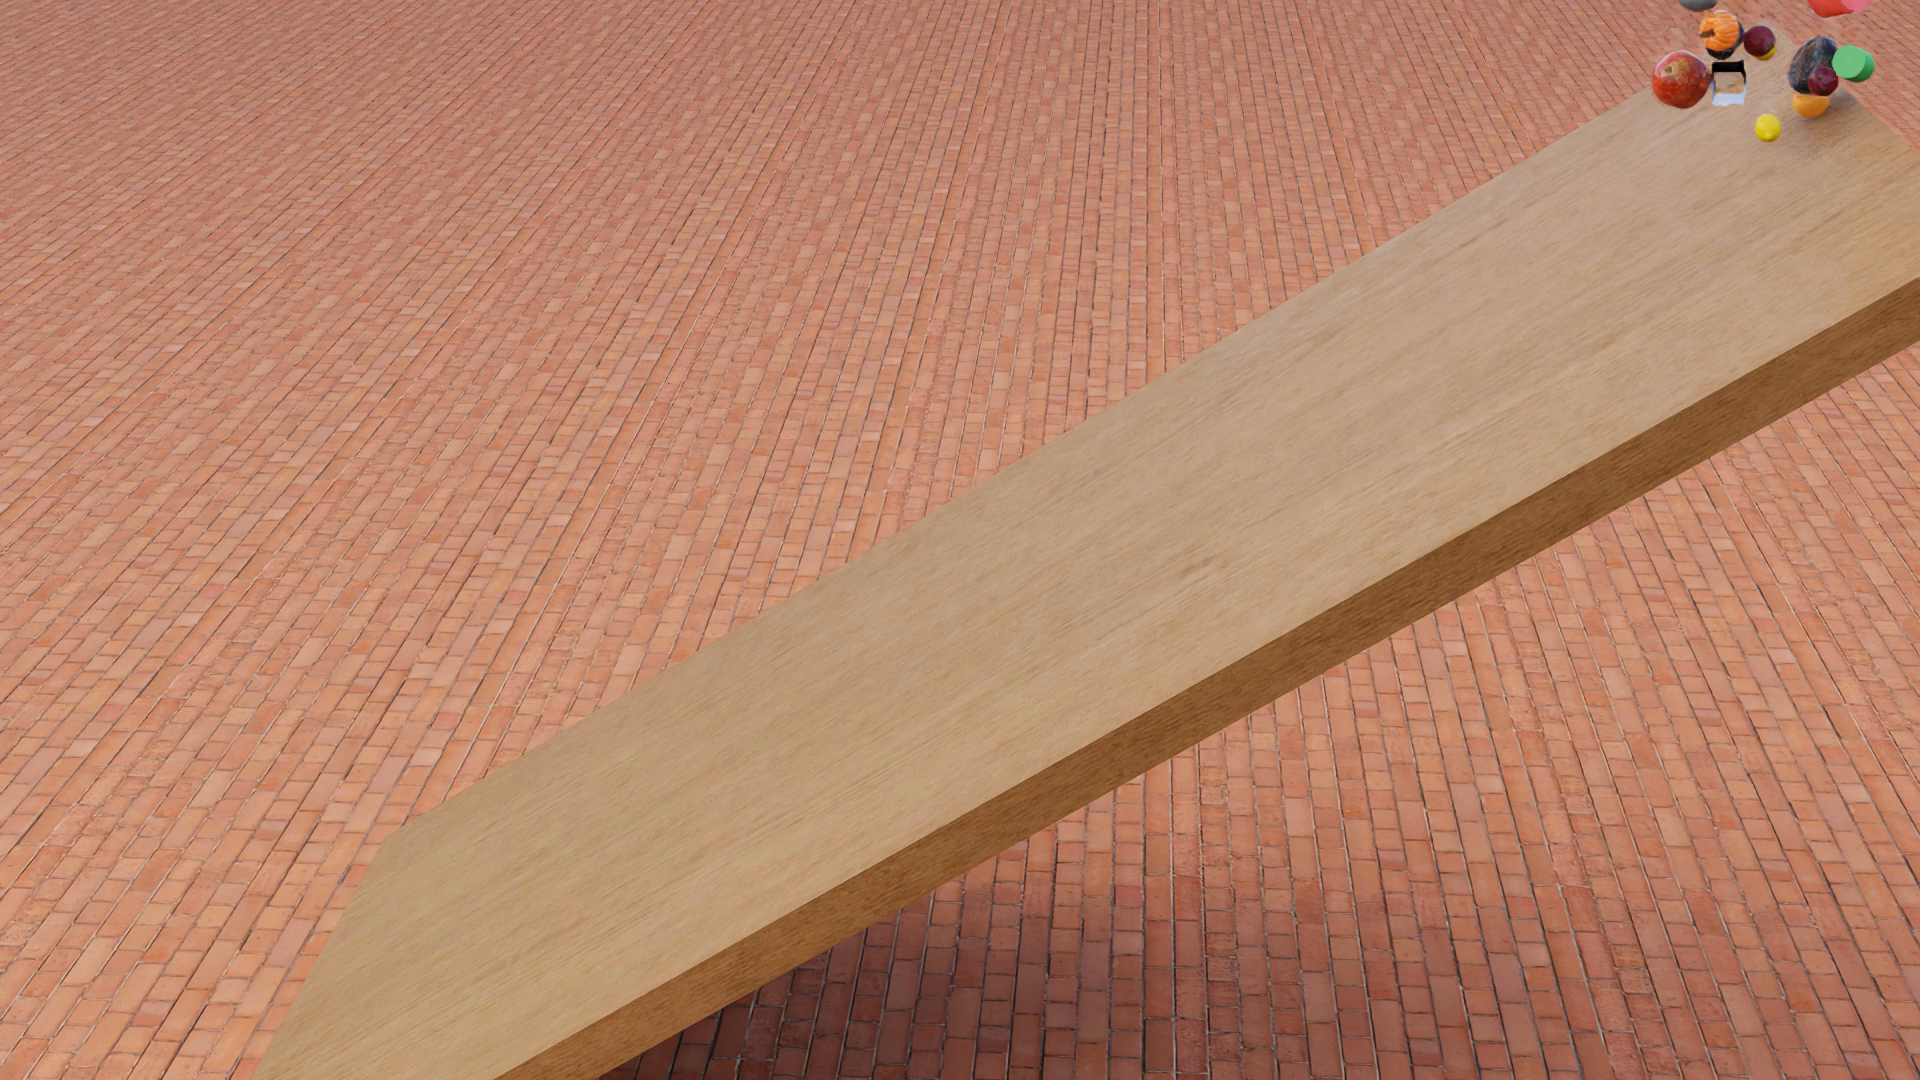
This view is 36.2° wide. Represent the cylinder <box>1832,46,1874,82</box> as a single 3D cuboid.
[{"bbox_3d":[1.760,-0.938,5.795,0.065,0.065,0.065,13,7,32],"label":"cylinder"}]

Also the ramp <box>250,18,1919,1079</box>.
[{"bbox_3d":[0.140,0.170,6.294,4.000,0.100,2.000,-31,15,14],"label":"ramp"}]

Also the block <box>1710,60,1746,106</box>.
[{"bbox_3d":[1.530,-0.910,5.859,0.060,0.060,0.060,-3,59,7],"label":"block"}]

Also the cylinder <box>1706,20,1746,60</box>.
[{"bbox_3d":[1.507,-0.986,5.793,0.060,0.060,0.060,13,37,31],"label":"cylinder"}]

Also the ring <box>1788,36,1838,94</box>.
[{"bbox_3d":[1.707,-0.950,5.886,0.041,0.122,0.122,23,12,-21],"label":"ring"}]

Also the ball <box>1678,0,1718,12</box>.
[{"bbox_3d":[1.419,-1.060,5.649,0.091,0.091,0.091,0,20,0],"label":"ball"}]

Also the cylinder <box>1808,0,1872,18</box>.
[{"bbox_3d":[1.692,-1.054,5.650,0.089,0.089,0.089,-9,6,-23],"label":"cylinder"}]
